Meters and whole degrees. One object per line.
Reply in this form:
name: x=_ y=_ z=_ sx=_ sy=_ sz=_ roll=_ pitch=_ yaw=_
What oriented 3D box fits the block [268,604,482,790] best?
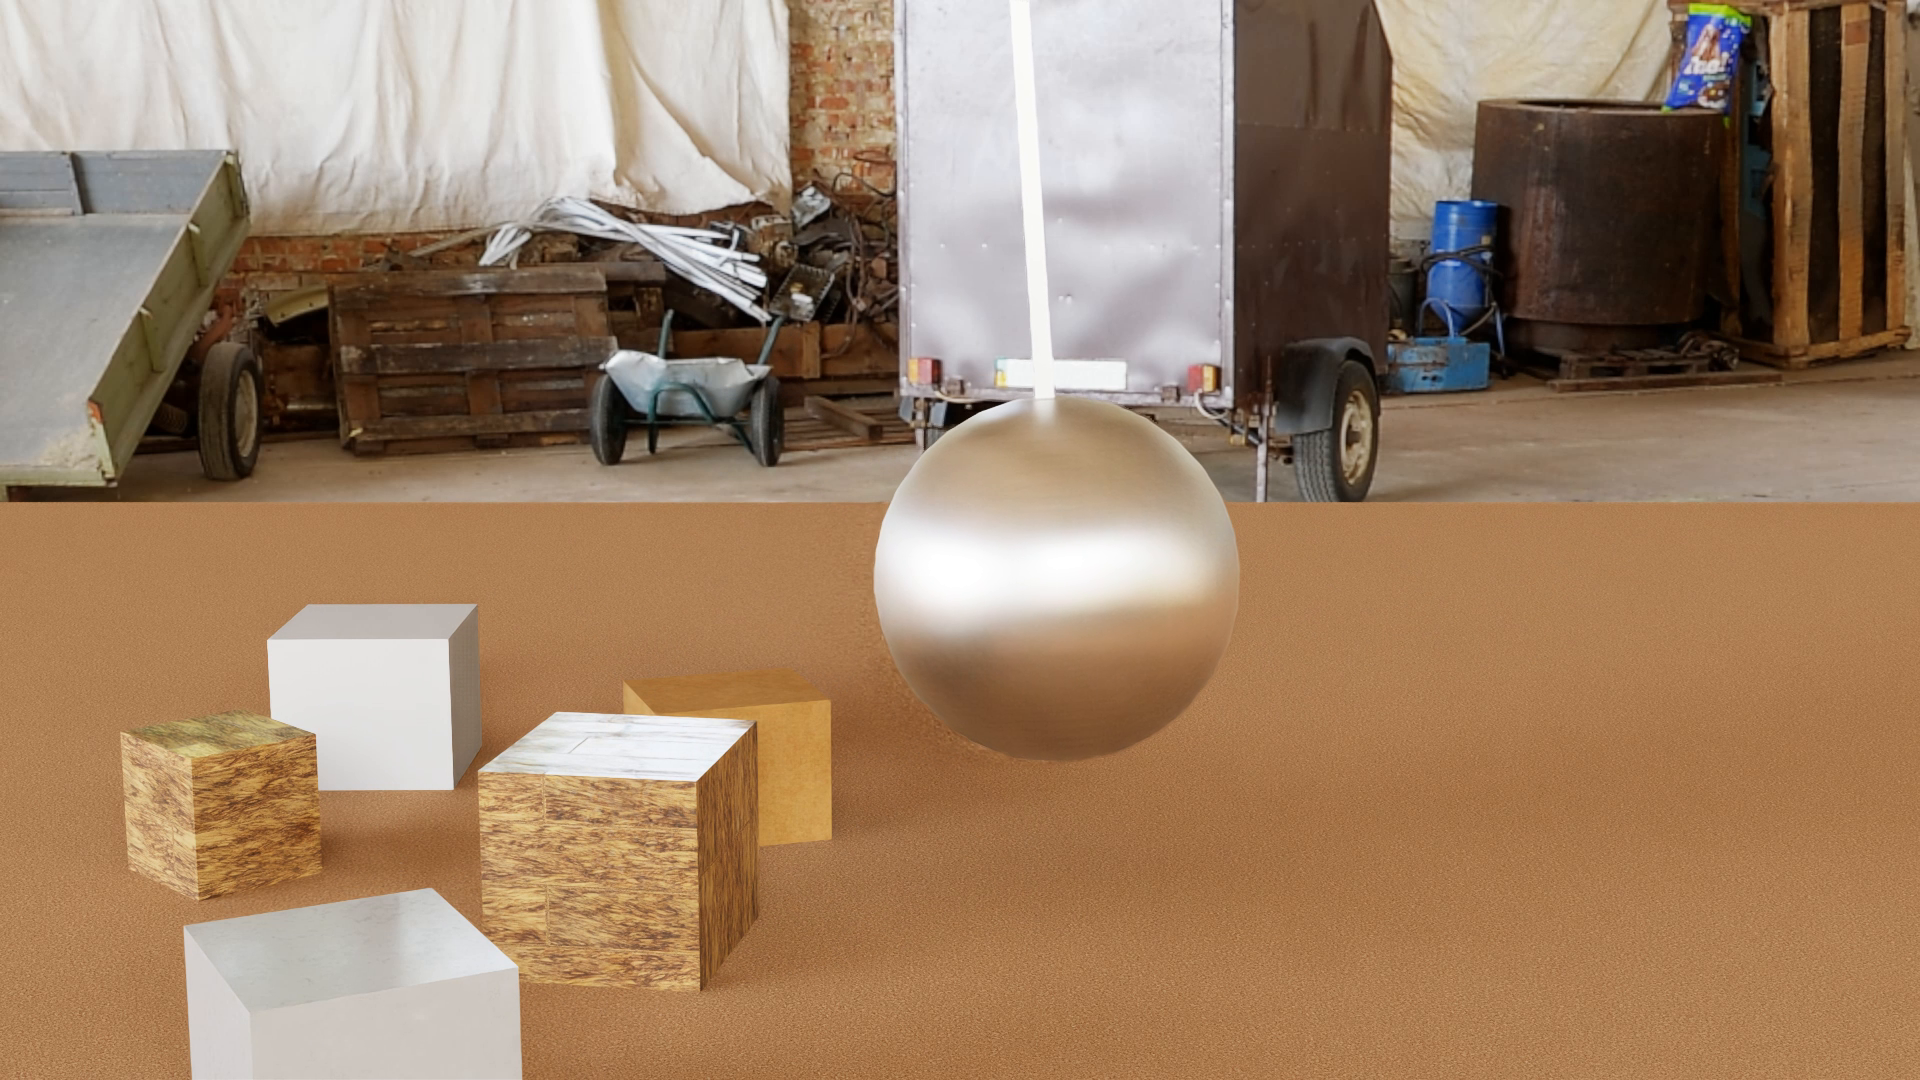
block: x=-2.964 y=0.789 z=13.086 sx=0.885 sy=0.766 sz=0.851 roll=0 pitch=10 yaw=-1

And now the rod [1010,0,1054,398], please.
rod: x=0.183 y=-3.169 z=10.604 sx=0.080 sy=5.200 sz=0.080 roll=-4 pitch=10 yaw=1

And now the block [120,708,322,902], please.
block: x=-3.279 y=1.164 z=11.394 sx=0.597 sy=0.634 sz=0.645 roll=-10 pitch=14 yaw=-43

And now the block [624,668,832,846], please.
block: x=-1.098 y=1.028 z=12.051 sx=0.820 sy=0.665 sz=0.692 roll=-4 pitch=11 yaw=-19

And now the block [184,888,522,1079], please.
block: x=-1.966 y=1.669 z=8.294 sx=0.836 sy=0.748 sz=0.906 roll=-6 pitch=12 yaw=-28

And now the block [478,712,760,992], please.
block: x=-1.355 y=1.239 z=10.386 sx=0.872 sy=0.846 sz=0.947 roll=2 pitch=10 yaw=10

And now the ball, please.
ball: x=0.422 y=0.168 z=11.211 sx=1.600 sy=1.600 sz=1.600 roll=0 pitch=10 yaw=0
